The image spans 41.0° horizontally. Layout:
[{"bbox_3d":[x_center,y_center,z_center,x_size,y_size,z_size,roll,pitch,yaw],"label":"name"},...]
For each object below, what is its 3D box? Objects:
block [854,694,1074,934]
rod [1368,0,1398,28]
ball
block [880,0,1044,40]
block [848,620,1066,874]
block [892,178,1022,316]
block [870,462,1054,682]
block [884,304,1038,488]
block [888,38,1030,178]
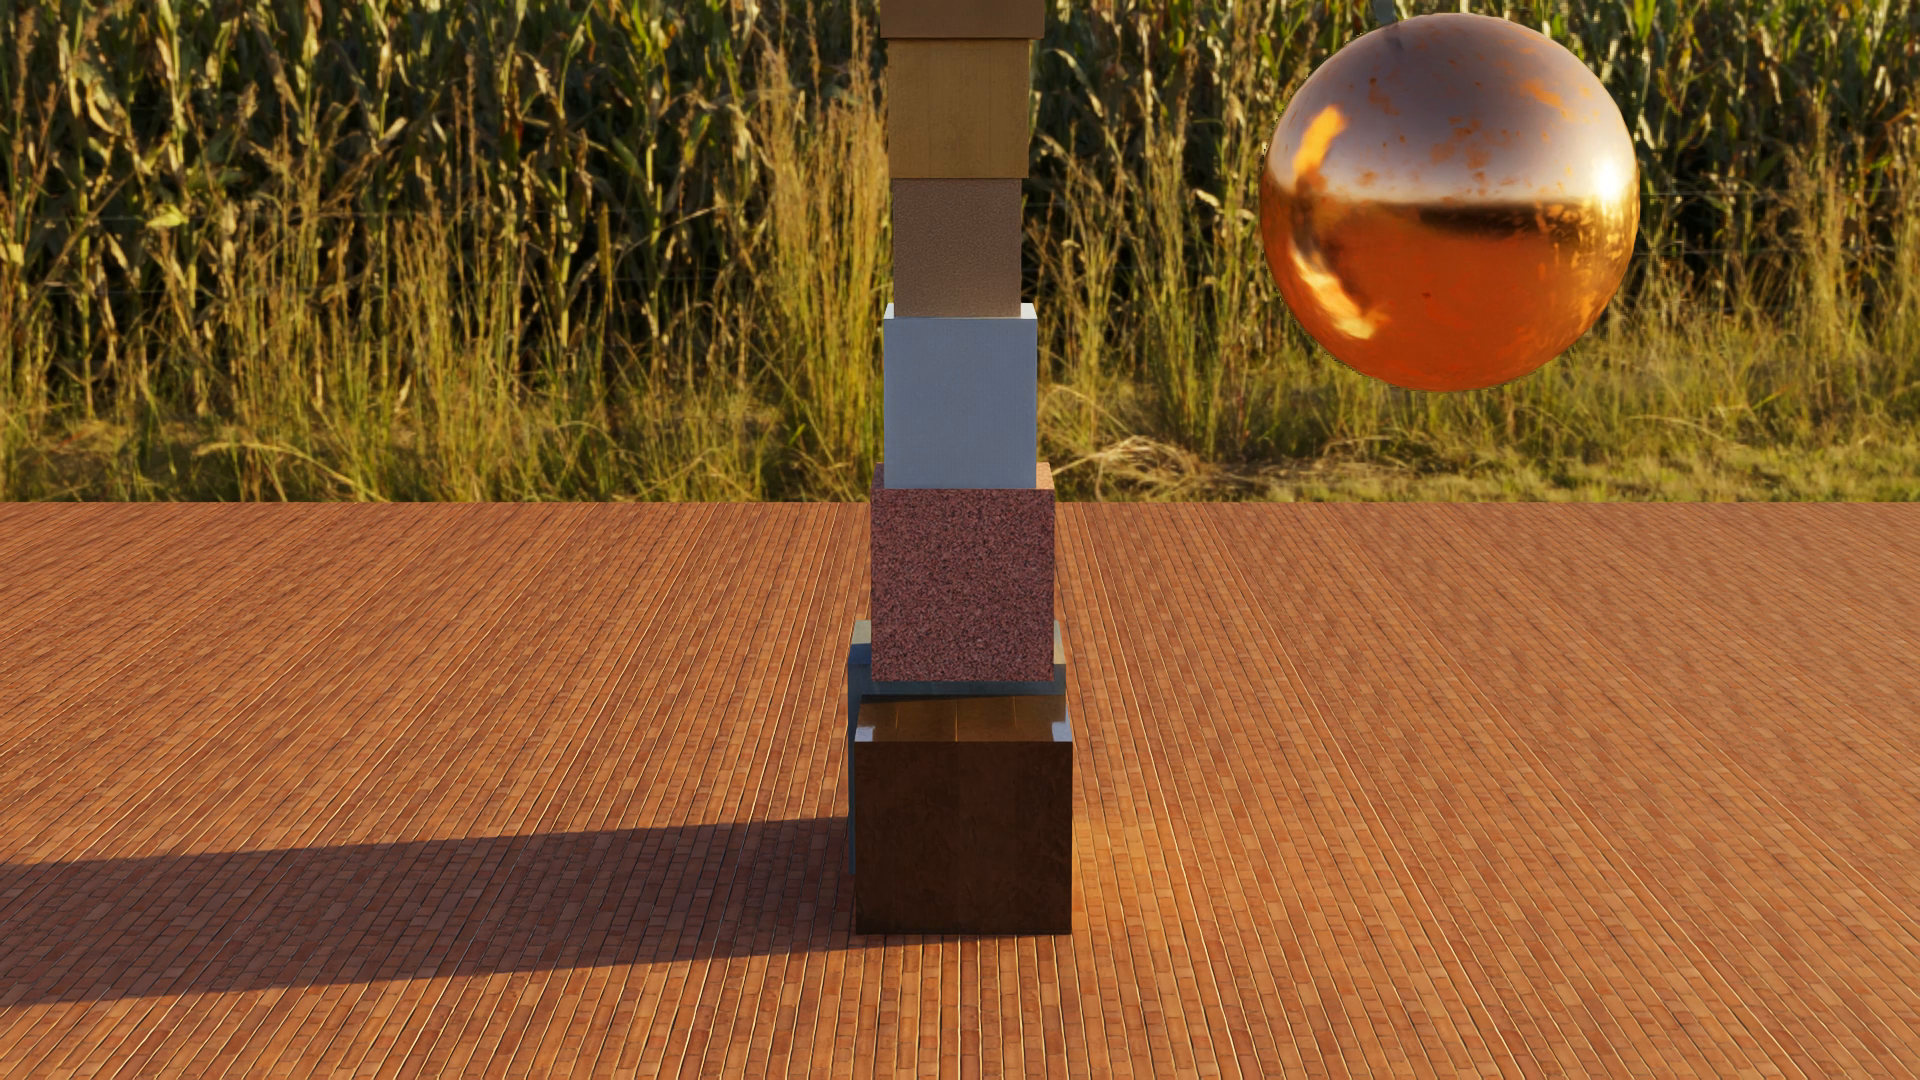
[{"bbox_3d":[0.015,1.154,10.921,0.891,0.823,0.804,0,10,0],"label":"block"},{"bbox_3d":[0.899,-4.570,10.350,0.080,5.200,0.080,-20,10,4],"label":"rod"},{"bbox_3d":[2.074,-1.431,10.920,1.600,1.600,1.600,0,10,0],"label":"ball"},{"bbox_3d":[0.010,-2.436,10.738,0.670,0.663,0.679,0,10,0],"label":"block"},{"bbox_3d":[-0.015,0.932,11.763,0.957,0.958,0.912,0,10,0],"label":"block"},{"bbox_3d":[-0.011,-1.266,10.950,0.533,0.575,0.552,0,10,0],"label":"block"},{"bbox_3d":[0.011,0.126,11.203,0.774,0.827,0.752,0,10,0],"label":"block"},{"bbox_3d":[0.001,-0.632,11.065,0.639,0.715,0.726,0,10,0],"label":"block"},{"bbox_3d":[-0.005,-1.829,10.848,0.579,0.569,0.576,0,10,0],"label":"block"}]
